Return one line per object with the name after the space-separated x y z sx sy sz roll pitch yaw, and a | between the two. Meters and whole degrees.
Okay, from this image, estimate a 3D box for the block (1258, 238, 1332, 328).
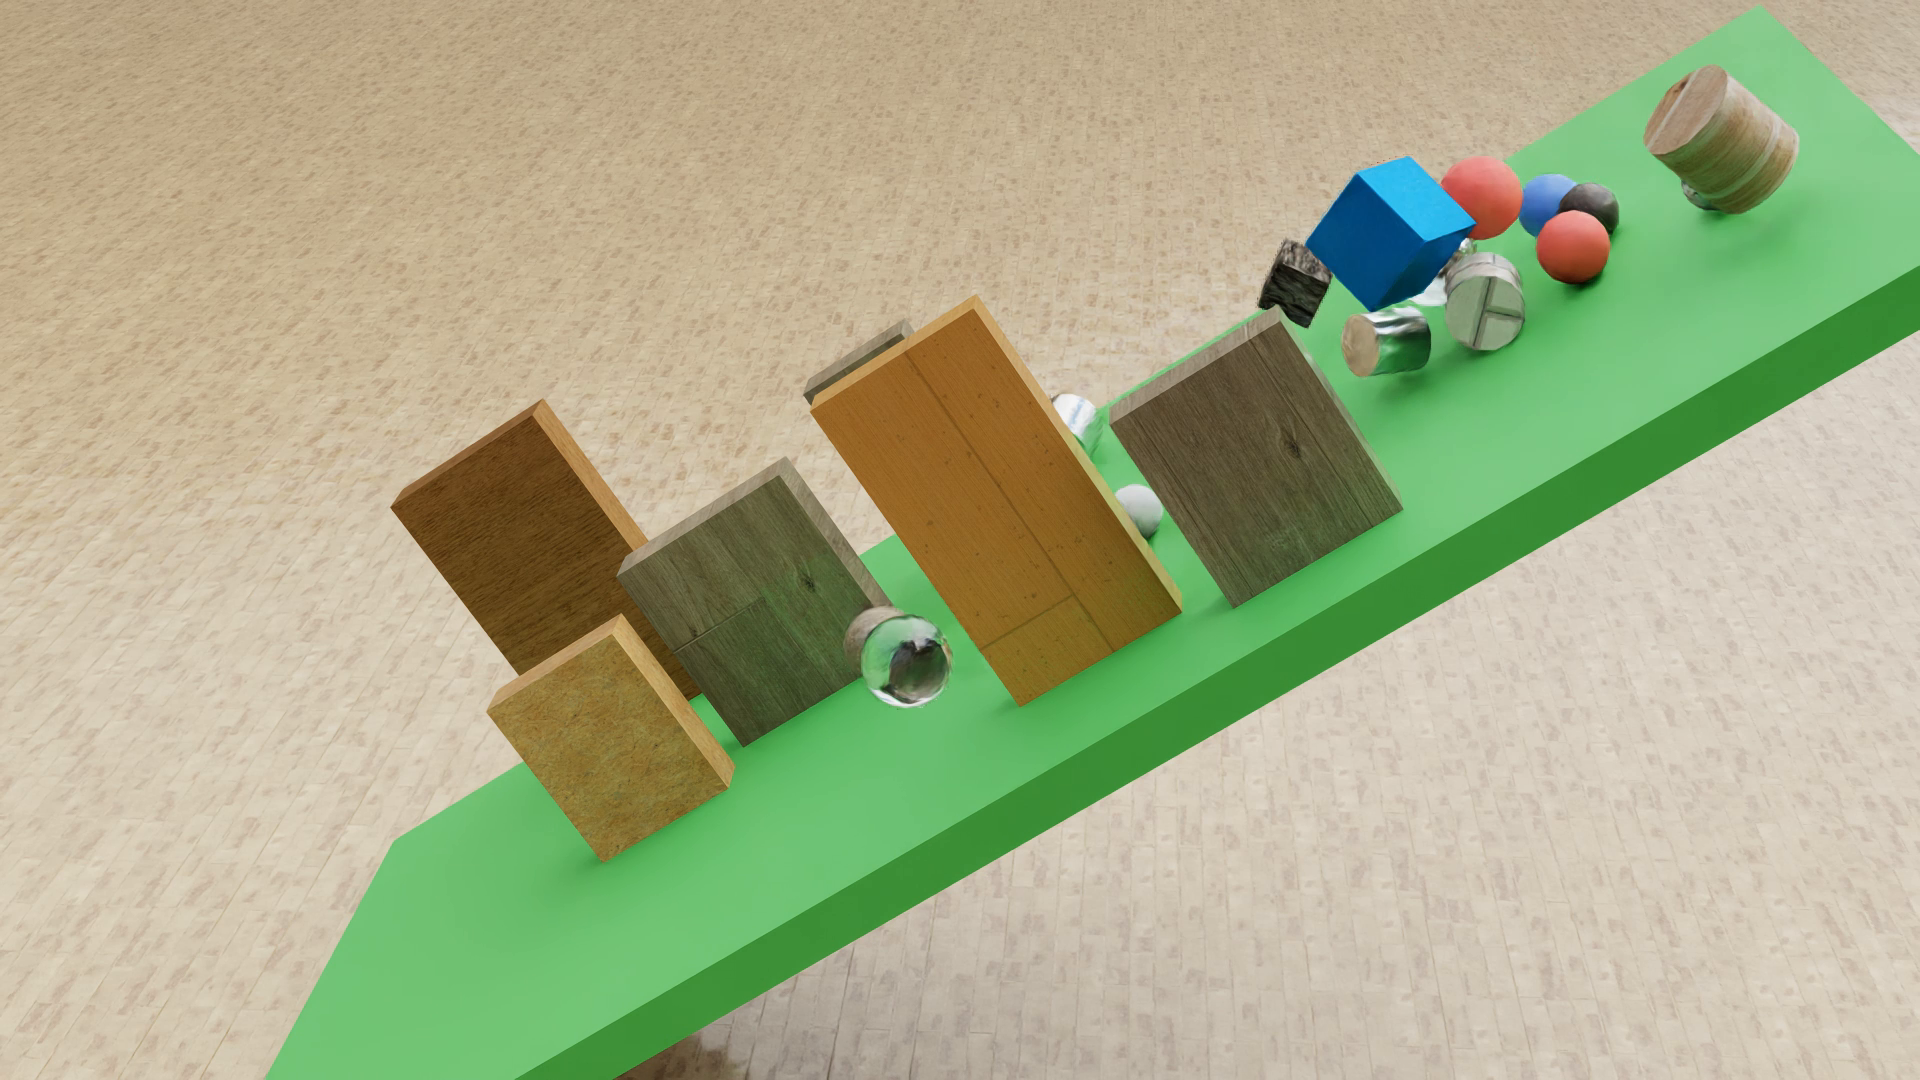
0.743 -0.566 6.480 0.121 0.121 0.121 24 35 0 | block

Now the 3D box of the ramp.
0.138 0.172 6.299 4.000 0.100 2.000 -31 16 14 | ramp

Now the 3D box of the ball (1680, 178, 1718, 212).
1.458 -0.699 5.684 0.126 0.126 0.126 0 21 0 | ball

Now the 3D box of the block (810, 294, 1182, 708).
0.074 -0.069 5.598 0.371 0.715 0.098 -31 16 14 | block

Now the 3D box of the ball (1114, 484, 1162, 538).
0.362 -0.057 6.097 0.117 0.117 0.117 0 21 0 | ball

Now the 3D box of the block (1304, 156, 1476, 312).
0.843 -0.600 5.762 0.195 0.195 0.195 48 40 17 | block

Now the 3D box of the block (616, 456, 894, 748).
-0.432 0.139 6.495 0.439 0.484 0.127 -31 16 14 | block

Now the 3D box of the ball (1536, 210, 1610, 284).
1.211 -0.578 5.808 0.144 0.144 0.144 0 21 0 | ball

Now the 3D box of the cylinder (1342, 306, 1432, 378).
0.860 -0.399 5.934 0.129 0.129 0.129 -9 22 -27 | cylinder

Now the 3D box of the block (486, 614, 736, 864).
-0.757 0.433 6.404 0.340 0.429 0.117 -31 16 14 | block

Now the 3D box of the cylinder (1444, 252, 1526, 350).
1.039 -0.473 5.831 0.156 0.156 0.156 3 23 7 | cylinder

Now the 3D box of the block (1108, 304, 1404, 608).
0.543 -0.151 5.401 0.364 0.426 0.109 -31 16 14 | block

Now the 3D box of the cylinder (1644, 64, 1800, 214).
1.398 -0.734 5.402 0.197 0.197 0.197 34 10 -22 | cylinder

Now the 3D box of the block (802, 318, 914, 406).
-0.083 -0.193 6.630 0.265 0.550 0.116 -31 16 14 | block

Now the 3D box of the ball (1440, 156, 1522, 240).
1.037 -0.682 5.864 0.168 0.168 0.168 0 21 0 | ball

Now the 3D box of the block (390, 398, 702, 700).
-0.958 0.105 7.129 0.429 0.794 0.130 -31 16 14 | block

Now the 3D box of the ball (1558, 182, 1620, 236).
1.276 -0.662 5.966 0.123 0.123 0.123 0 21 0 | ball

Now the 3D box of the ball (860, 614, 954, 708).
-0.109 0.249 6.034 0.191 0.191 0.191 0 21 0 | ball

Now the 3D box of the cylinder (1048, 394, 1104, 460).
0.237 -0.230 6.794 0.160 0.160 0.160 5 32 13 | cylinder

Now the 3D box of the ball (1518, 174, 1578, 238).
1.230 -0.692 6.118 0.141 0.141 0.141 0 21 0 | ball

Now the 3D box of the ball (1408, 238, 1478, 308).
0.967 -0.569 6.010 0.185 0.185 0.185 0 21 0 | ball

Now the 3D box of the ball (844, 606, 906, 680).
-0.165 0.224 6.272 0.168 0.168 0.168 0 21 0 | ball
